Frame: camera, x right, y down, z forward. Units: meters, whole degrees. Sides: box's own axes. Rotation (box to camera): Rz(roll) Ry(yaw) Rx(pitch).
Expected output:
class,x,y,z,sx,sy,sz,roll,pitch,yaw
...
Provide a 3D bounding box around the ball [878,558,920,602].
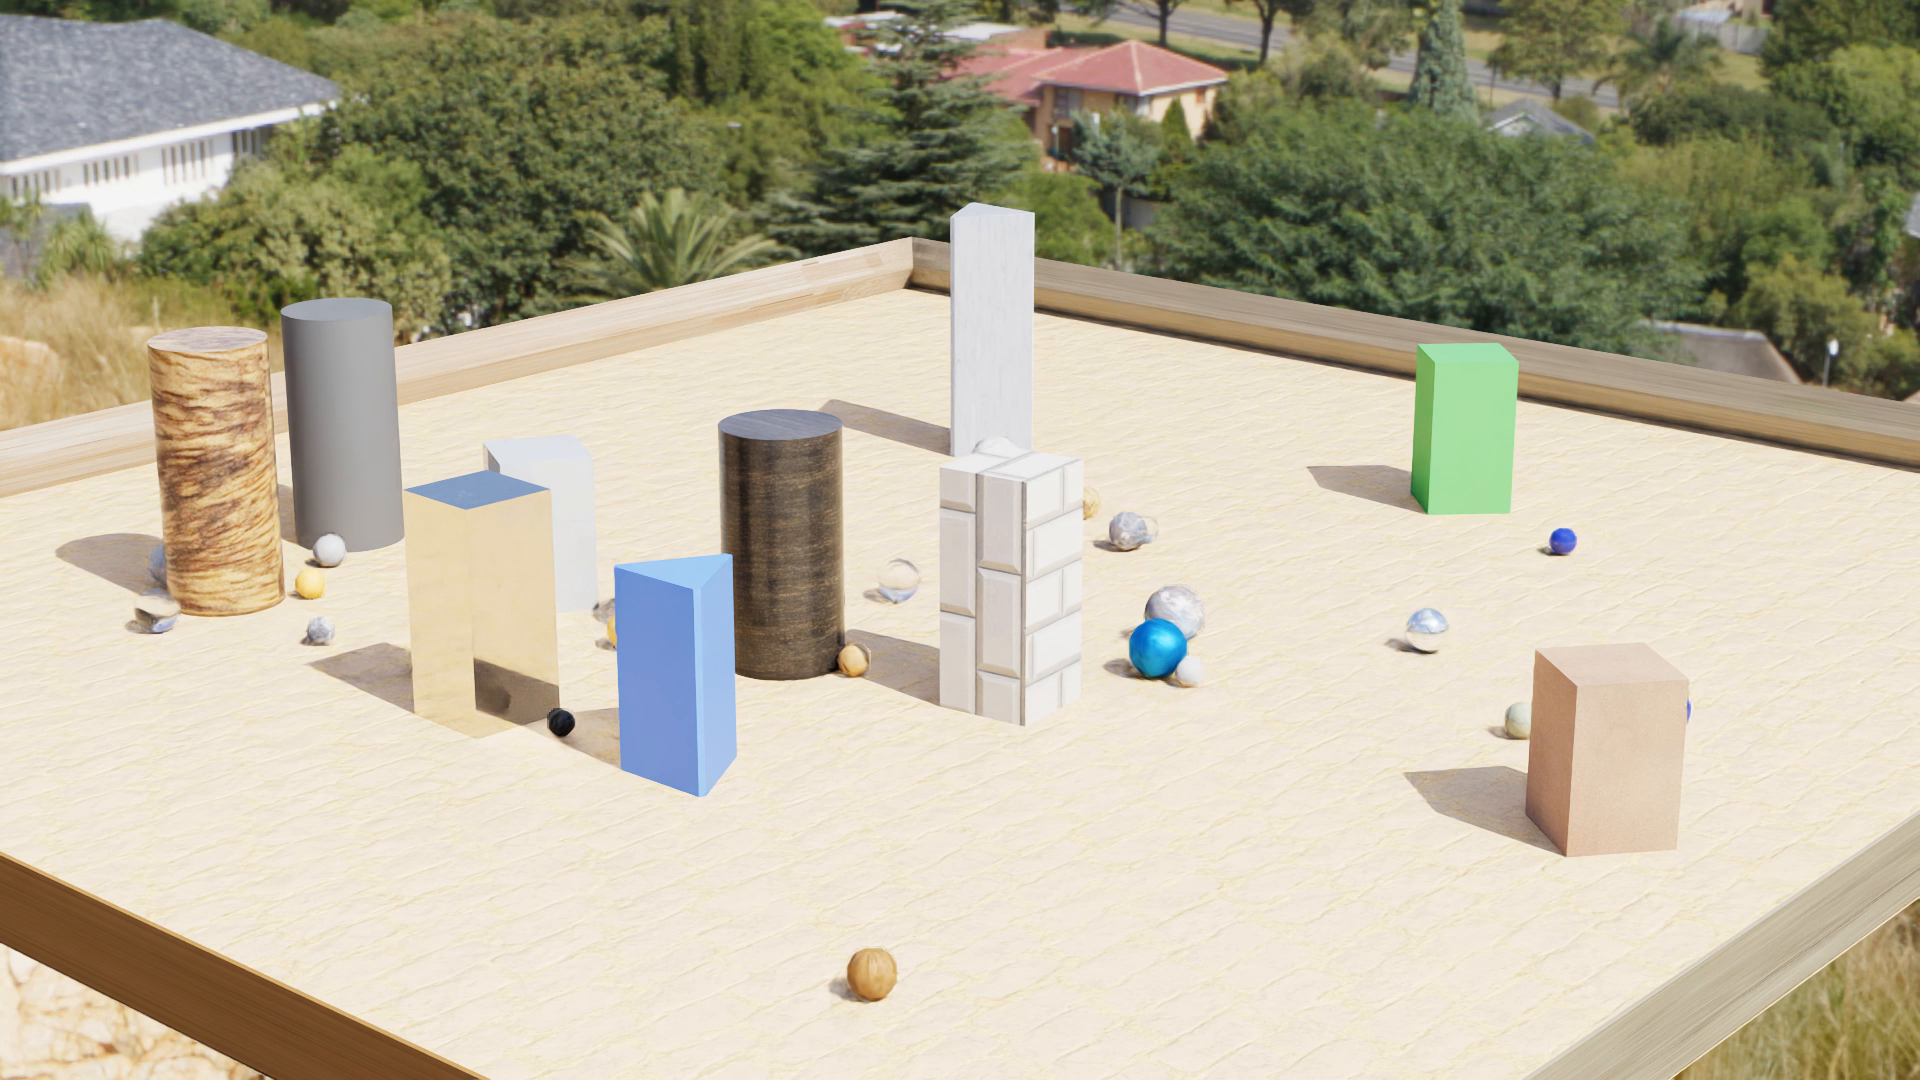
class,x,y,z,sx,sy,sz,roll,pitch,yaw
ball,-0.106,0.070,5.096,0.074,0.074,0.074,0,17,0

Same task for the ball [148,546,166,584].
class,x,y,z,sx,sy,sz,roll,pitch,yaw
ball,-1.401,0.043,5.192,0.070,0.070,0.070,0,17,0

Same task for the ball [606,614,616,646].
class,x,y,z,sx,sy,sz,roll,pitch,yaw
ball,-0.551,0.149,4.849,0.065,0.065,0.065,0,17,0

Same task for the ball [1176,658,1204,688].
class,x,y,z,sx,sy,sz,roll,pitch,yaw
ball,0.367,0.211,4.674,0.047,0.047,0.047,0,17,0

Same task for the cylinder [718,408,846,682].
class,x,y,z,sx,sy,sz,roll,pitch,yaw
cylinder,-0.288,0.006,4.742,0.200,0.400,0.200,0,17,0

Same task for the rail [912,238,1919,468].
class,x,y,z,sx,sy,sz,roll,pitch,yaw
rail,1.232,-0.377,6.479,3.638,0.130,0.045,14,22,39

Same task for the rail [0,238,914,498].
class,x,y,z,sx,sy,sz,roll,pitch,yaw
rail,-1.356,-0.307,6.247,0.045,0.130,3.806,14,22,39

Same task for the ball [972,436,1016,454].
class,x,y,z,sx,sy,sz,roll,pitch,yaw
ball,0.070,-0.158,5.811,0.098,0.098,0.098,0,17,0

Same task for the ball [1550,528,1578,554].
class,x,y,z,sx,sy,sz,roll,pitch,yaw
ball,1.103,0.002,5.361,0.051,0.051,0.051,0,17,0

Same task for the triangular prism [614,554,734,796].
class,x,y,z,sx,sy,sz,roll,pitch,yaw
triangular prism,-0.386,0.187,4.288,0.173,0.314,0.150,14,22,39

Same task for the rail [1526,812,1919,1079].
class,x,y,z,sx,sy,sz,roll,pitch,yaw
rail,1.356,0.372,3.993,0.045,0.130,3.806,14,22,39

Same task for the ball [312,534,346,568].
class,x,y,z,sx,sy,sz,roll,pitch,yaw
ball,-1.137,0.020,5.289,0.059,0.059,0.059,0,17,0

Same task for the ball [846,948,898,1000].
class,x,y,z,sx,sy,sz,roll,pitch,yaw
ball,-0.107,0.530,3.586,0.063,0.063,0.063,0,17,0

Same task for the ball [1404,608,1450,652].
class,x,y,z,sx,sy,sz,roll,pitch,yaw
ball,0.770,0.149,4.835,0.074,0.074,0.074,0,17,0

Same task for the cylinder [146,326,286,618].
class,x,y,z,sx,sy,sz,roll,pitch,yaw
cylinder,-1.277,-0.119,5.045,0.200,0.464,0.200,0,17,0

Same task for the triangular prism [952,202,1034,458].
class,x,y,z,sx,sy,sz,roll,pitch,yaw
triangular prism,0.046,-0.436,6.041,0.173,0.497,0.150,-5,17,-15

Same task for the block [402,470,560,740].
class,x,y,z,sx,sy,sz,roll,pitch,yaw
block,-0.734,0.097,4.506,0.160,0.363,0.160,16,23,42

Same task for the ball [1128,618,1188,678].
class,x,y,z,sx,sy,sz,roll,pitch,yaw
ball,0.318,0.174,4.714,0.095,0.095,0.095,0,17,0

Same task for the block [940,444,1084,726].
class,x,y,z,sx,sy,sz,roll,pitch,yaw
block,0.079,0.069,4.553,0.160,0.389,0.160,11,20,33

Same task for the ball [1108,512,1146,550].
class,x,y,z,sx,sy,sz,roll,pitch,yaw
ball,0.308,-0.017,5.389,0.071,0.071,0.071,0,17,0

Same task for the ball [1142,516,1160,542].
class,x,y,z,sx,sy,sz,roll,pitch,yaw
ball,0.345,-0.019,5.436,0.049,0.049,0.049,0,17,0

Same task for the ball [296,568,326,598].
class,x,y,z,sx,sy,sz,roll,pitch,yaw
ball,-1.133,0.076,5.113,0.053,0.053,0.053,0,17,0

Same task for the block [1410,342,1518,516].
class,x,y,z,sx,sy,sz,roll,pitch,yaw
block,0.971,-0.215,5.652,0.160,0.299,0.160,-1,17,-3

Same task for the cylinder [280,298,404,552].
class,x,y,z,sx,sy,sz,roll,pitch,yaw
cylinder,-1.137,-0.213,5.410,0.200,0.435,0.200,0,17,0

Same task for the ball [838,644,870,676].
class,x,y,z,sx,sy,sz,roll,pitch,yaw
ball,-0.171,0.194,4.723,0.052,0.052,0.052,0,17,0

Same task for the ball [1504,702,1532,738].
class,x,y,z,sx,sy,sz,roll,pitch,yaw
ball,0.854,0.273,4.453,0.055,0.055,0.055,0,17,0

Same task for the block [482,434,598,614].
class,x,y,z,sx,sy,sz,roll,pitch,yaw
block,-0.725,-0.026,5.068,0.160,0.273,0.160,-6,18,-19

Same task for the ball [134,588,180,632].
class,x,y,z,sx,sy,sz,roll,pitch,yaw
ball,-1.352,0.118,4.934,0.074,0.074,0.074,0,17,0

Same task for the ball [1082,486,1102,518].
class,x,y,z,sx,sy,sz,roll,pitch,yaw
ball,0.238,-0.073,5.591,0.062,0.062,0.062,0,17,0

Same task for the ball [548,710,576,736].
class,x,y,z,sx,sy,sz,roll,pitch,yaw
ball,-0.606,0.278,4.462,0.040,0.040,0.040,0,17,0

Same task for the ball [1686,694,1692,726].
class,x,y,z,sx,sy,sz,roll,pitch,yaw
ball,1.066,0.255,4.452,0.090,0.090,0.090,0,17,0

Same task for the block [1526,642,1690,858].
class,x,y,z,sx,sy,sz,roll,pitch,yaw
block,0.895,0.289,4.066,0.160,0.248,0.160,-3,17,-10

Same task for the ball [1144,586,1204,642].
class,x,y,z,sx,sy,sz,roll,pitch,yaw
ball,0.355,0.125,4.868,0.100,0.100,0.100,0,17,0

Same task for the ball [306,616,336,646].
class,x,y,z,sx,sy,sz,roll,pitch,yaw
ball,-1.062,0.151,4.871,0.048,0.048,0.048,0,17,0

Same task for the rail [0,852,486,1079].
class,x,y,z,sx,sy,sz,roll,pitch,yaw
rail,-1.232,0.442,3.761,3.638,0.130,0.045,14,22,39
